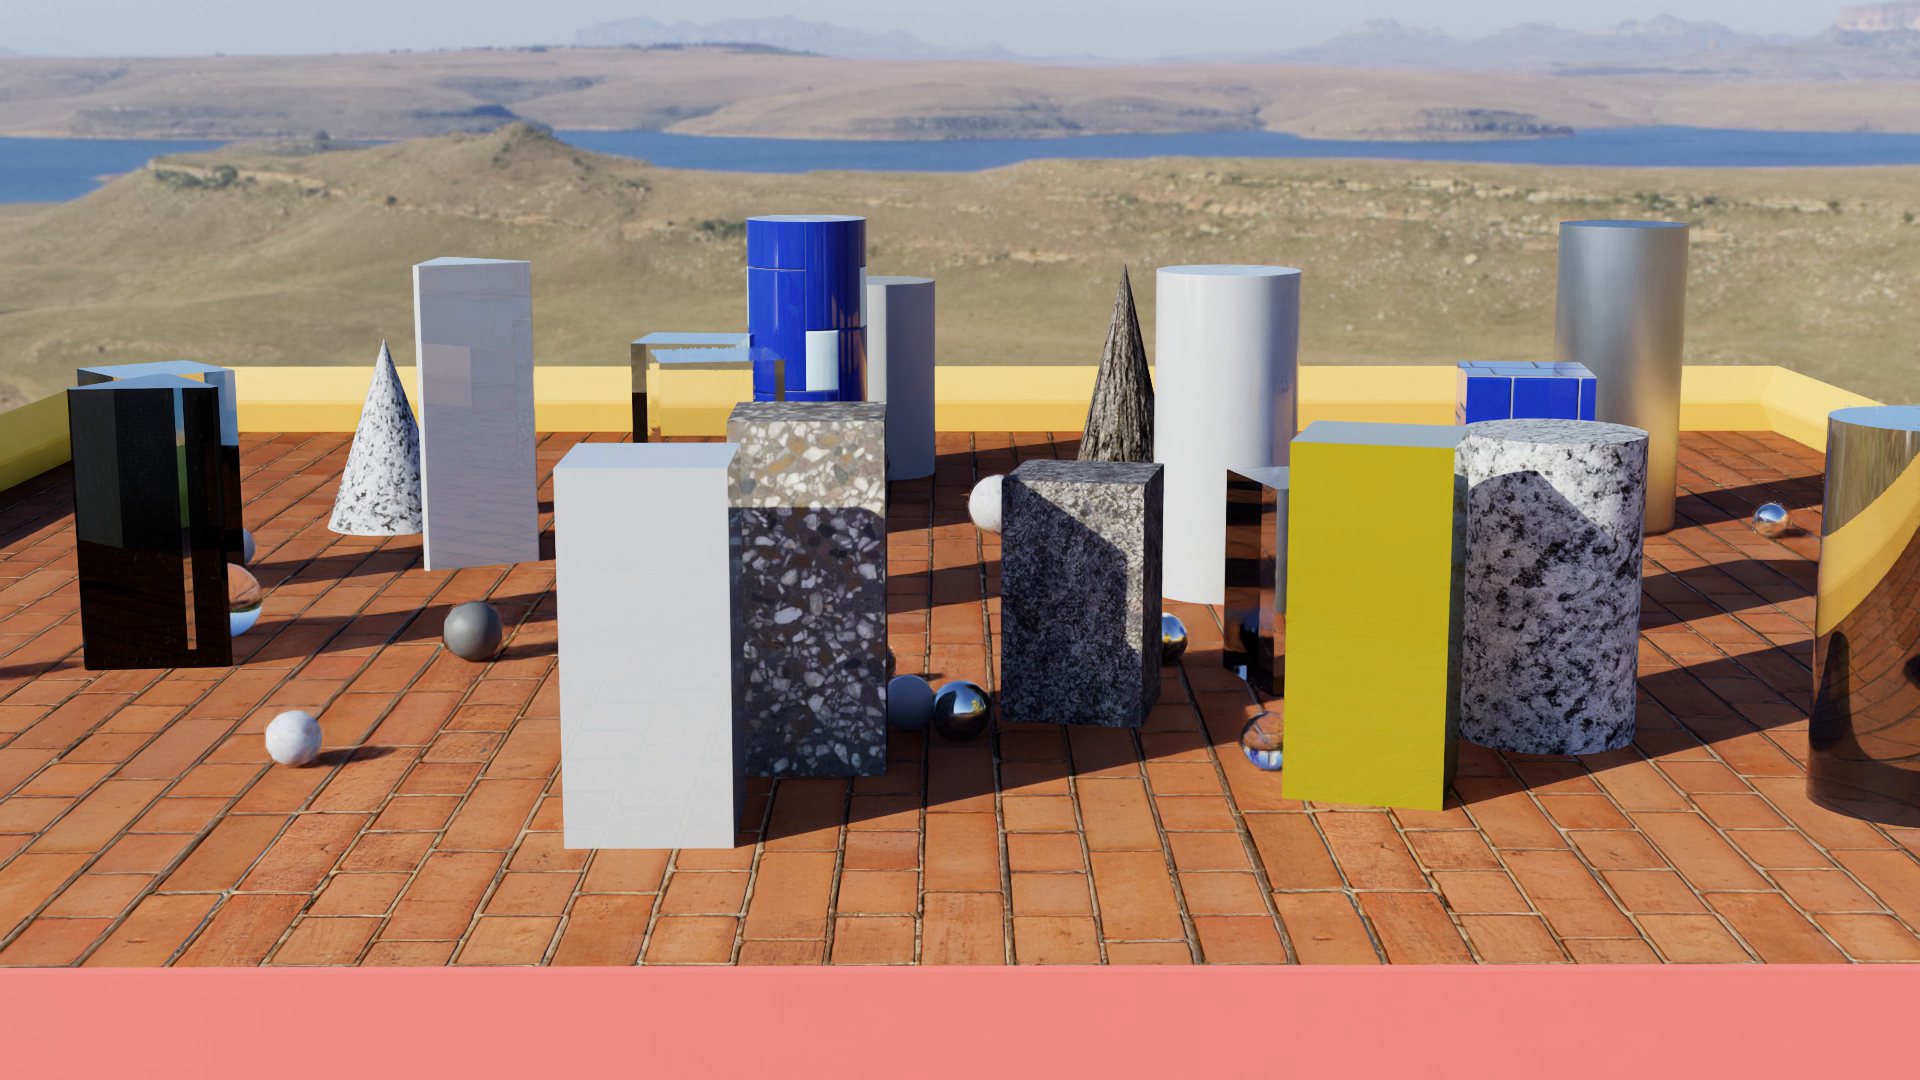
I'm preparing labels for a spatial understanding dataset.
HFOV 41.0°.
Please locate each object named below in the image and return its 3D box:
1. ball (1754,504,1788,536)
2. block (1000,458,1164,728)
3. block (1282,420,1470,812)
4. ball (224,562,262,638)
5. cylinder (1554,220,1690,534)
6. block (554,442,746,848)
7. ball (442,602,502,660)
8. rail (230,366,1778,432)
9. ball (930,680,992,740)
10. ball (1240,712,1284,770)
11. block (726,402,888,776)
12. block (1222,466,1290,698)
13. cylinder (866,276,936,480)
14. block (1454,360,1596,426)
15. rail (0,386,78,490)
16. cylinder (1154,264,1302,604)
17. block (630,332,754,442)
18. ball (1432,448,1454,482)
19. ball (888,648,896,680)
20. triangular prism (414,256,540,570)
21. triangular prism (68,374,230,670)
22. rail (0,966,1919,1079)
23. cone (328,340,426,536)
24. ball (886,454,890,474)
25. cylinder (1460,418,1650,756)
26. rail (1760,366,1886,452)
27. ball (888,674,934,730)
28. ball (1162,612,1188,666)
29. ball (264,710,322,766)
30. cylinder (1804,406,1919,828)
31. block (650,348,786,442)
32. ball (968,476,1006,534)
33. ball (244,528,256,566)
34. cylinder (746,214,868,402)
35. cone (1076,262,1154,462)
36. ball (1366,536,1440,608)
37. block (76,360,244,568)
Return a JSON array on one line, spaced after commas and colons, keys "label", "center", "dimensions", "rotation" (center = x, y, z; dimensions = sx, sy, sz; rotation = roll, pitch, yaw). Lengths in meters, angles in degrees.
[{"label": "ball", "center": [1.269, -0.031, 4.016], "dimensions": [0.052, 0.052, 0.052], "rotation": [0, 10, 0]}, {"label": "block", "center": [0.141, 0.057, 2.926], "dimensions": [0.160, 0.274, 0.160], "rotation": [2, 11, 12]}, {"label": "block", "center": [0.423, 0.072, 2.604], "dimensions": [0.160, 0.363, 0.160], "rotation": [3, 11, 16]}, {"label": "ball", "center": [-0.948, 0.078, 3.302], "dimensions": [0.098, 0.098, 0.098], "rotation": [0, 10, 0]}, {"label": "cylinder", "center": [1.048, -0.263, 4.091], "dimensions": [0.199, 0.480, 0.199], "rotation": [0, 10, 0]}, {"label": "block", "center": [-0.294, 0.098, 2.464], "dimensions": [0.160, 0.363, 0.160], "rotation": [0, 10, -1]}, {"label": "ball", "center": [-0.604, 0.113, 3.180], "dimensions": [0.073, 0.073, 0.073], "rotation": [0, 10, 0]}, {"label": "rail", "center": [-0.010, -0.280, 5.143], "dimensions": [3.315, 0.130, 0.045], "rotation": [0, 10, 0]}, {"label": "ball", "center": [0.001, 0.186, 2.805], "dimensions": [0.066, 0.066, 0.066], "rotation": [0, 10, 0]}, {"label": "ball", "center": [0.324, 0.210, 2.685], "dimensions": [0.062, 0.062, 0.062], "rotation": [0, 10, 0]}, {"label": "block", "center": [-0.158, 0.048, 2.709], "dimensions": [0.160, 0.371, 0.160], "rotation": [0, 10, -1]}, {"label": "block", "center": [0.421, 0.045, 3.072], "dimensions": [0.160, 0.246, 0.160], "rotation": [-3, 11, -15]}, {"label": "cylinder", "center": [-0.145, -0.294, 4.628], "dimensions": [0.199, 0.348, 0.199], "rotation": [0, 10, 0]}, {"label": "block", "center": [0.728, -0.053, 3.338], "dimensions": [0.160, 0.342, 0.160], "rotation": [1, 11, 6]}, {"label": "rail", "center": [-1.634, 0.035, 3.439], "dimensions": [0.045, 0.130, 3.494], "rotation": [0, 10, 0]}, {"label": "cylinder", "center": [0.370, -0.150, 3.568], "dimensions": [0.199, 0.449, 0.199], "rotation": [0, 10, 0]}, {"label": "block", "center": [-0.406, -0.152, 3.939], "dimensions": [0.160, 0.317, 0.160], "rotation": [1, 11, 5]}, {"label": "ball", "center": [0.867, -0.134, 4.550], "dimensions": [0.059, 0.059, 0.059], "rotation": [0, 10, 0]}, {"label": "ball", "center": [-0.102, 0.147, 3.050], "dimensions": [0.053, 0.053, 0.053], "rotation": [0, 10, 0]}, {"label": "triangular prism", "center": [-0.737, -0.193, 3.811], "dimensions": [0.173, 0.444, 0.150], "rotation": [-5, 12, -27]}, {"label": "triangular prism", "center": [-0.991, -0.026, 3.184], "dimensions": [0.173, 0.345, 0.150], "rotation": [-1, 11, -7]}, {"label": "rail", "center": [0.010, 0.347, 1.754], "dimensions": [3.315, 0.130, 0.045], "rotation": [0, 10, 0]}, {"label": "cone", "center": [-0.914, -0.173, 4.099], "dimensions": [0.199, 0.301, 0.199], "rotation": [0, 10, 0]}, {"label": "ball", "center": [-0.160, -0.134, 4.520], "dimensions": [0.071, 0.071, 0.071], "rotation": [0, 10, 0]}, {"label": "cylinder", "center": [0.645, 0.047, 2.813], "dimensions": [0.199, 0.336, 0.199], "rotation": [0, 10, 0]}, {"label": "rail", "center": [1.634, 0.032, 3.458], "dimensions": [0.045, 0.130, 3.494], "rotation": [0, 10, 0]}, {"label": "ball", "center": [-0.058, 0.181, 2.844], "dimensions": [0.062, 0.062, 0.062], "rotation": [0, 10, 0]}, {"label": "ball", "center": [0.248, 0.121, 3.156], "dimensions": [0.065, 0.065, 0.065], "rotation": [0, 10, 0]}, {"label": "ball", "center": [-0.701, 0.209, 2.700], "dimensions": [0.059, 0.059, 0.059], "rotation": [0, 10, 0]}, {"label": "cylinder", "center": [0.953, 0.071, 2.543], "dimensions": [0.199, 0.386, 0.199], "rotation": [0, 10, 0]}, {"label": "block", "center": [-0.319, -0.068, 3.382], "dimensions": [0.160, 0.354, 0.160], "rotation": [-2, 11, -11]}, {"label": "ball", "center": [0.060, -0.055, 4.034], "dimensions": [0.093, 0.093, 0.093], "rotation": [0, 10, 0]}, {"label": "ball", "center": [-1.063, 0.012, 3.742], "dimensions": [0.068, 0.068, 0.068], "rotation": [0, 10, 0]}, {"label": "cylinder", "center": [-0.255, -0.300, 4.302], "dimensions": [0.199, 0.477, 0.199], "rotation": [0, 10, 0]}, {"label": "cone", "center": [0.255, -0.221, 4.011], "dimensions": [0.199, 0.427, 0.199], "rotation": [0, 10, 0]}, {"label": "ball", "center": [0.601, 0.044, 3.481], "dimensions": [0.100, 0.100, 0.100], "rotation": [0, 10, 0]}, {"label": "block", "center": [-1.119, -0.085, 3.598], "dimensions": [0.160, 0.310, 0.160], "rotation": [-9, 14, -40]}]
